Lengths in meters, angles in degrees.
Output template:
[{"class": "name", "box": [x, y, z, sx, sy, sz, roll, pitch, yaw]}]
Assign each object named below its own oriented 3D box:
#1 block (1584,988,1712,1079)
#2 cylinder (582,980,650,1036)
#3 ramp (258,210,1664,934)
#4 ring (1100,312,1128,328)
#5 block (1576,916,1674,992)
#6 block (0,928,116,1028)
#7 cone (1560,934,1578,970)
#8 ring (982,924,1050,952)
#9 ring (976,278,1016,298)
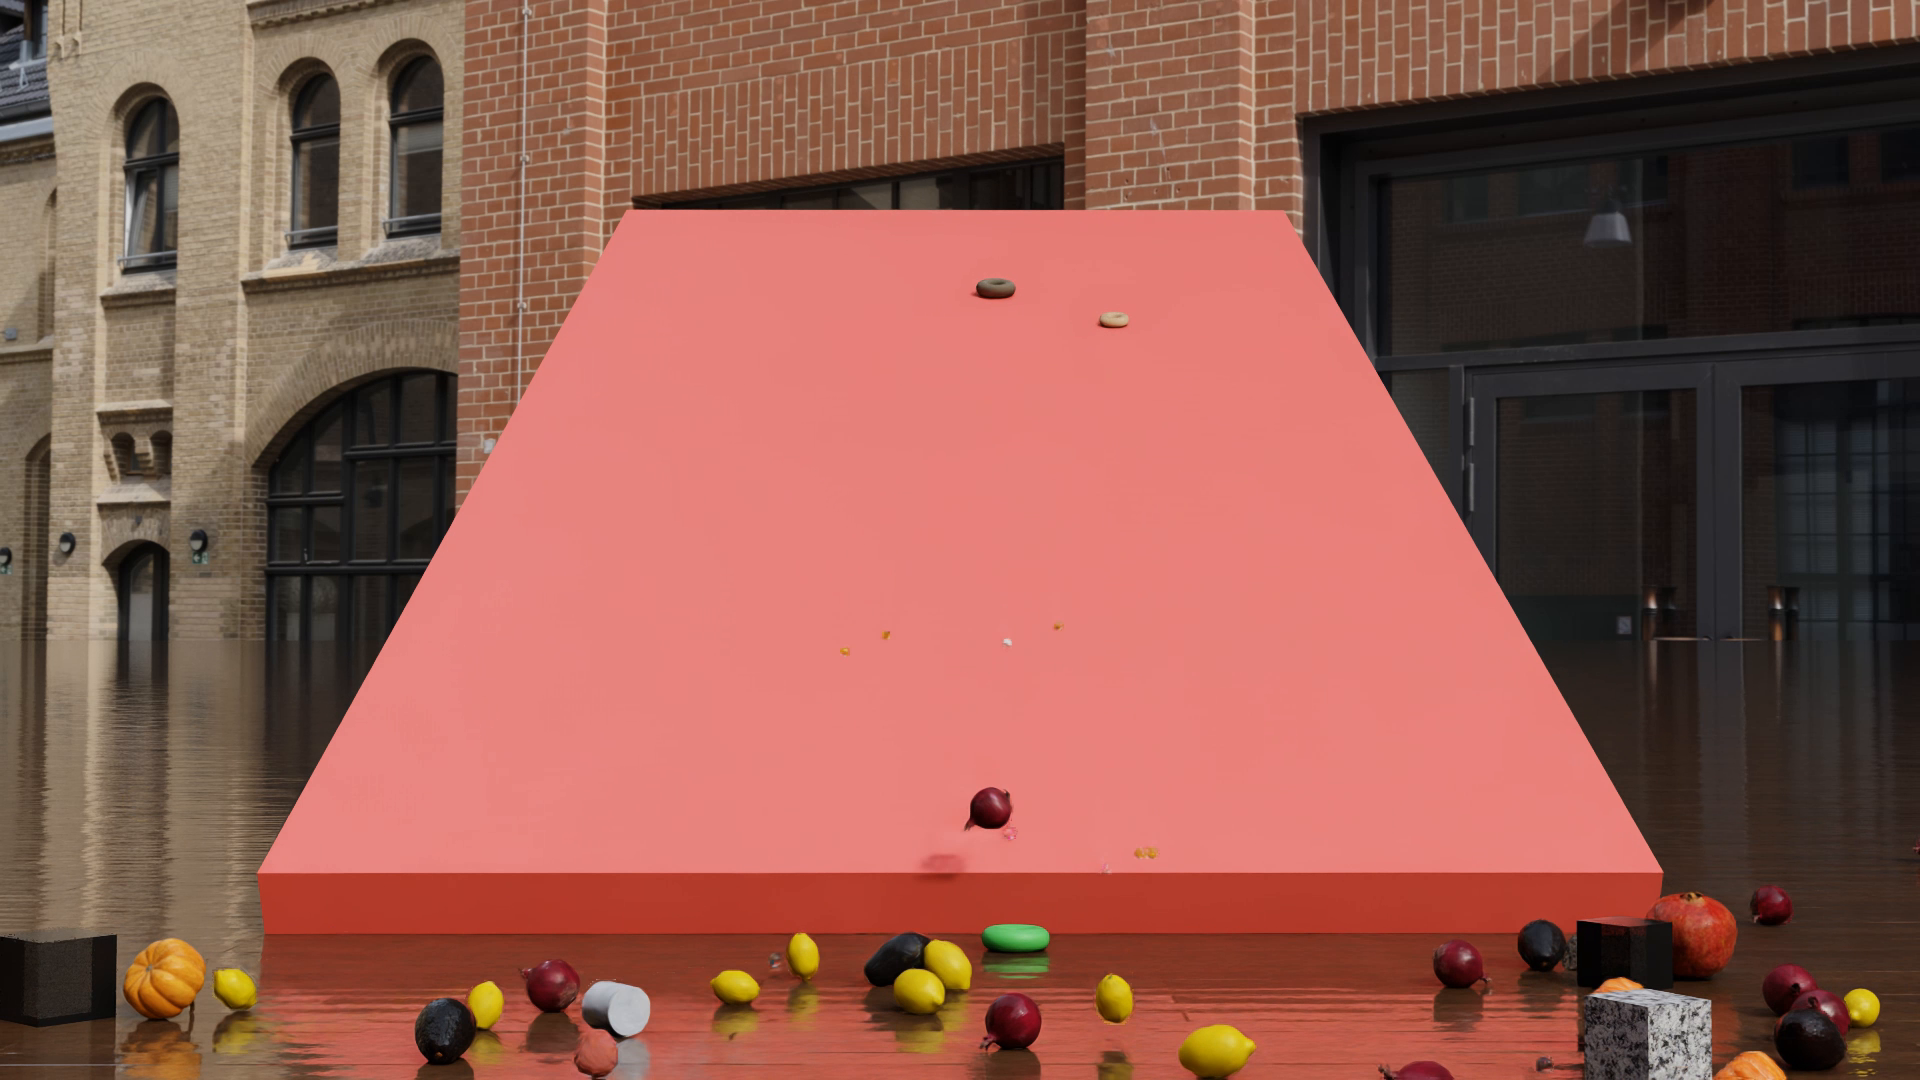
[{"class": "block", "box": [0.659, 0.480, 2.196, 0.083, 0.083, 0.083, 1, -3, -29]}, {"class": "cylinder", "box": [-0.371, 0.505, 2.470, 0.053, 0.053, 0.053, 2, -3, -42]}, {"class": "ramp", "box": [-0.006, -0.219, 5.136, 2.000, 0.100, 4.000, 0, 22, 0]}, {"class": "ring", "box": [0.392, -0.560, 5.826, 0.077, 0.026, 0.077, -1, 23, 0]}, {"class": "block", "box": [0.812, 0.506, 2.799, 0.080, 0.080, 0.080, 2, -3, -35]}, {"class": "block", "box": [-1.015, 0.491, 2.576, 0.092, 0.092, 0.092, -2, -3, 40]}, {"class": "cone", "box": [0.812, 0.541, 2.957, 0.050, 0.050, 0.050, 29, -13, -19]}, {"class": "ring", "box": [0.076, 0.544, 3.133, 0.094, 0.031, 0.094, 1, -3, 0]}, {"class": "ring", "box": [0.095, -0.669, 6.086, 0.106, 0.035, 0.106, 1, 21, 0]}]
